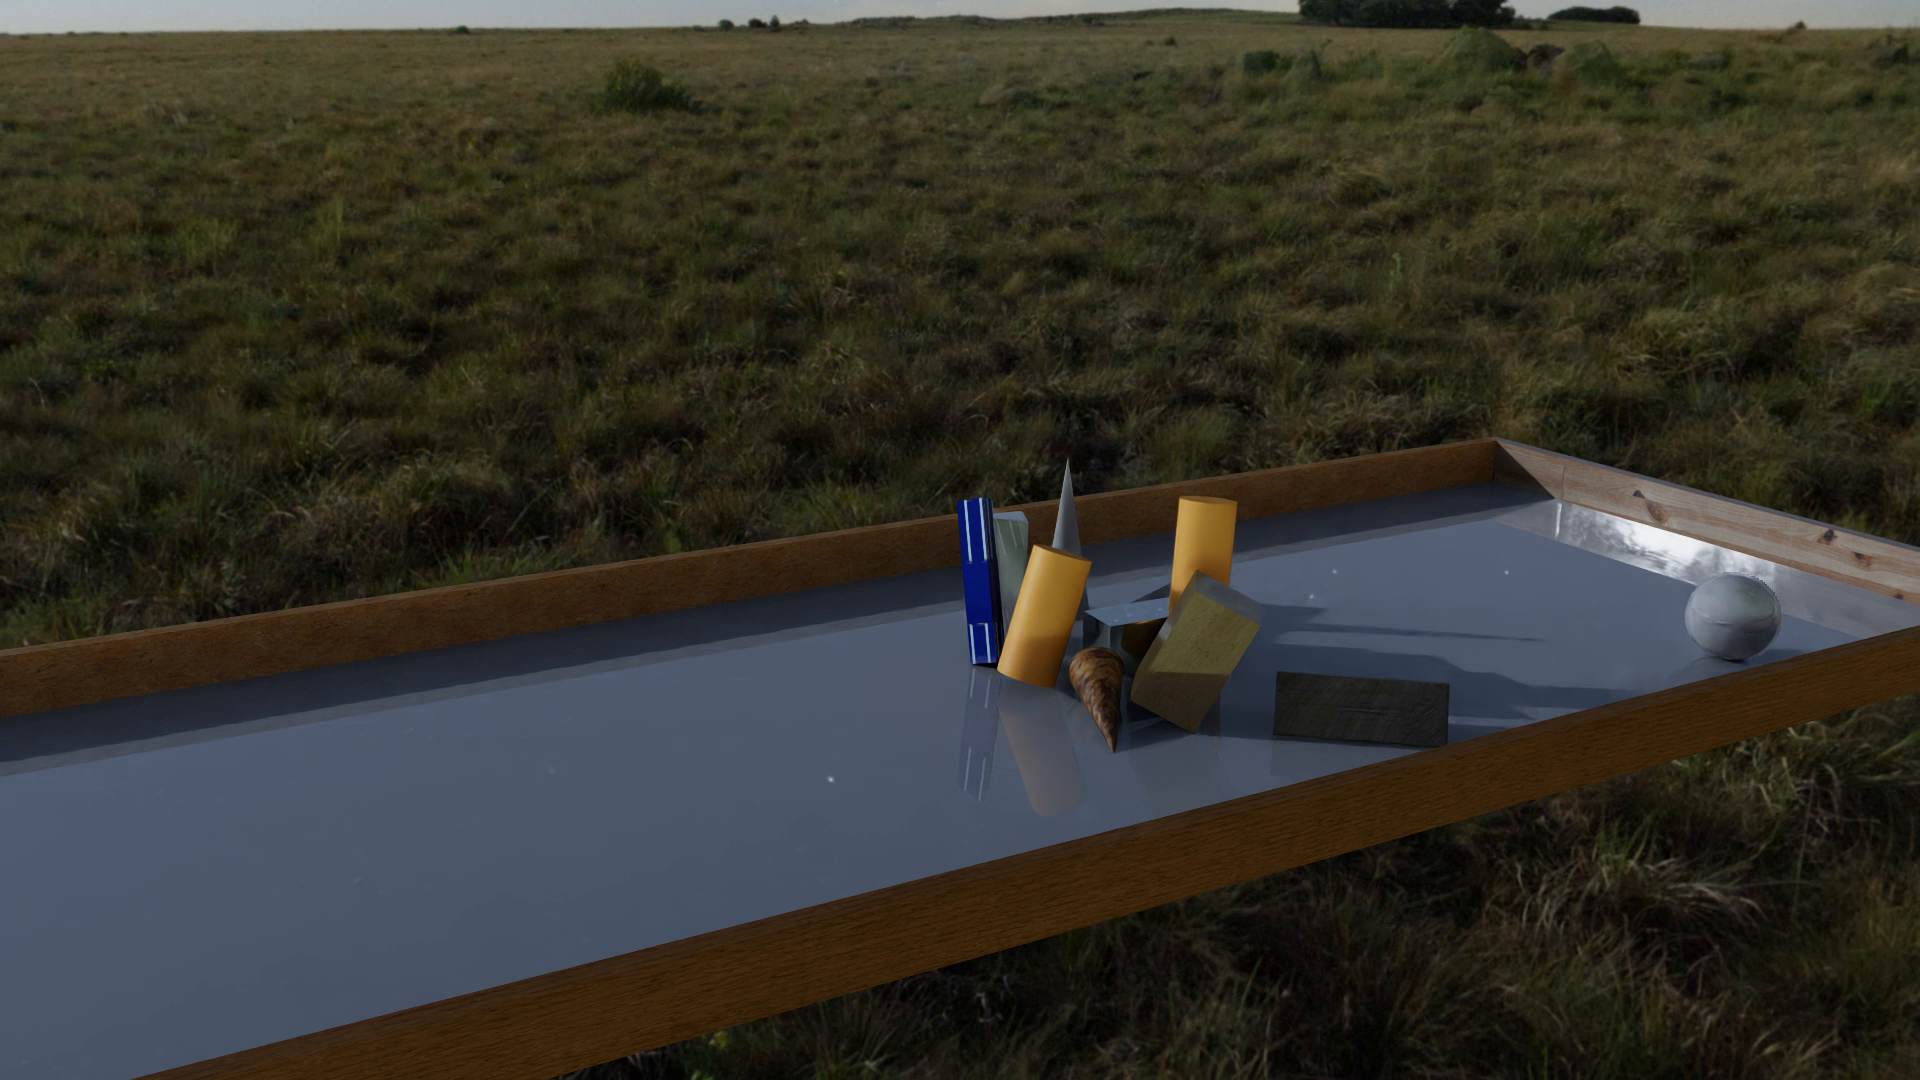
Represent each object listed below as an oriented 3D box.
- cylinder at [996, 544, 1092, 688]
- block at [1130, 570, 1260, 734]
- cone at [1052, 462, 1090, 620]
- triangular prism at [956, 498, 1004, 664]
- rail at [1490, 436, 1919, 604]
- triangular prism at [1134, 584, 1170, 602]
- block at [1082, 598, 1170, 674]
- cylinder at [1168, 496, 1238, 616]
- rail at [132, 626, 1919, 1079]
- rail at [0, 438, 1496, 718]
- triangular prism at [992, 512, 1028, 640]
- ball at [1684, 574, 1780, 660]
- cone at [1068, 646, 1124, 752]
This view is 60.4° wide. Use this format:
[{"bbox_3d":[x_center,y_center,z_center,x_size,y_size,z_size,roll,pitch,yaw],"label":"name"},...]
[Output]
[{"bbox_3d":[0.209,0.187,4.088,0.151,0.325,0.151,16,5,-2],"label":"cylinder"},{"bbox_3d":[0.549,0.259,3.854,0.167,0.306,0.167,28,18,0],"label":"block"},{"bbox_3d":[0.297,-0.012,4.588,0.139,0.455,0.139,0,16,0],"label":"cone"},{"bbox_3d":[0.072,0.104,4.267,0.095,0.422,0.082,-7,-4,44],"label":"triangular prism"},{"bbox_3d":[2.466,-0.048,5.253,0.050,0.150,2.100,-9,18,-27],"label":"rail"},{"bbox_3d":[0.581,0.171,4.576,0.121,0.105,0.408,11,20,35],"label":"triangular prism"},{"bbox_3d":[0.516,0.242,4.290,0.374,0.136,0.136,-8,18,-25],"label":"block"},{"bbox_3d":[0.599,0.121,4.121,0.144,0.447,0.144,4,9,-1],"label":"cylinder"},{"bbox_3d":[-2.336,1.006,1.665,12.000,0.150,0.050,-9,18,-27],"label":"rail"},{"bbox_3d":[-3.305,0.497,3.399,12.000,0.150,0.050,-9,18,-27],"label":"rail"},{"bbox_3d":[0.129,0.100,4.393,0.150,0.341,0.130,8,14,24],"label":"triangular prism"},{"bbox_3d":[2.003,0.199,4.280,0.224,0.224,0.224,0,16,0],"label":"ball"},{"bbox_3d":[0.339,0.401,3.871,0.138,0.138,0.357,-1,27,-2],"label":"cone"}]
